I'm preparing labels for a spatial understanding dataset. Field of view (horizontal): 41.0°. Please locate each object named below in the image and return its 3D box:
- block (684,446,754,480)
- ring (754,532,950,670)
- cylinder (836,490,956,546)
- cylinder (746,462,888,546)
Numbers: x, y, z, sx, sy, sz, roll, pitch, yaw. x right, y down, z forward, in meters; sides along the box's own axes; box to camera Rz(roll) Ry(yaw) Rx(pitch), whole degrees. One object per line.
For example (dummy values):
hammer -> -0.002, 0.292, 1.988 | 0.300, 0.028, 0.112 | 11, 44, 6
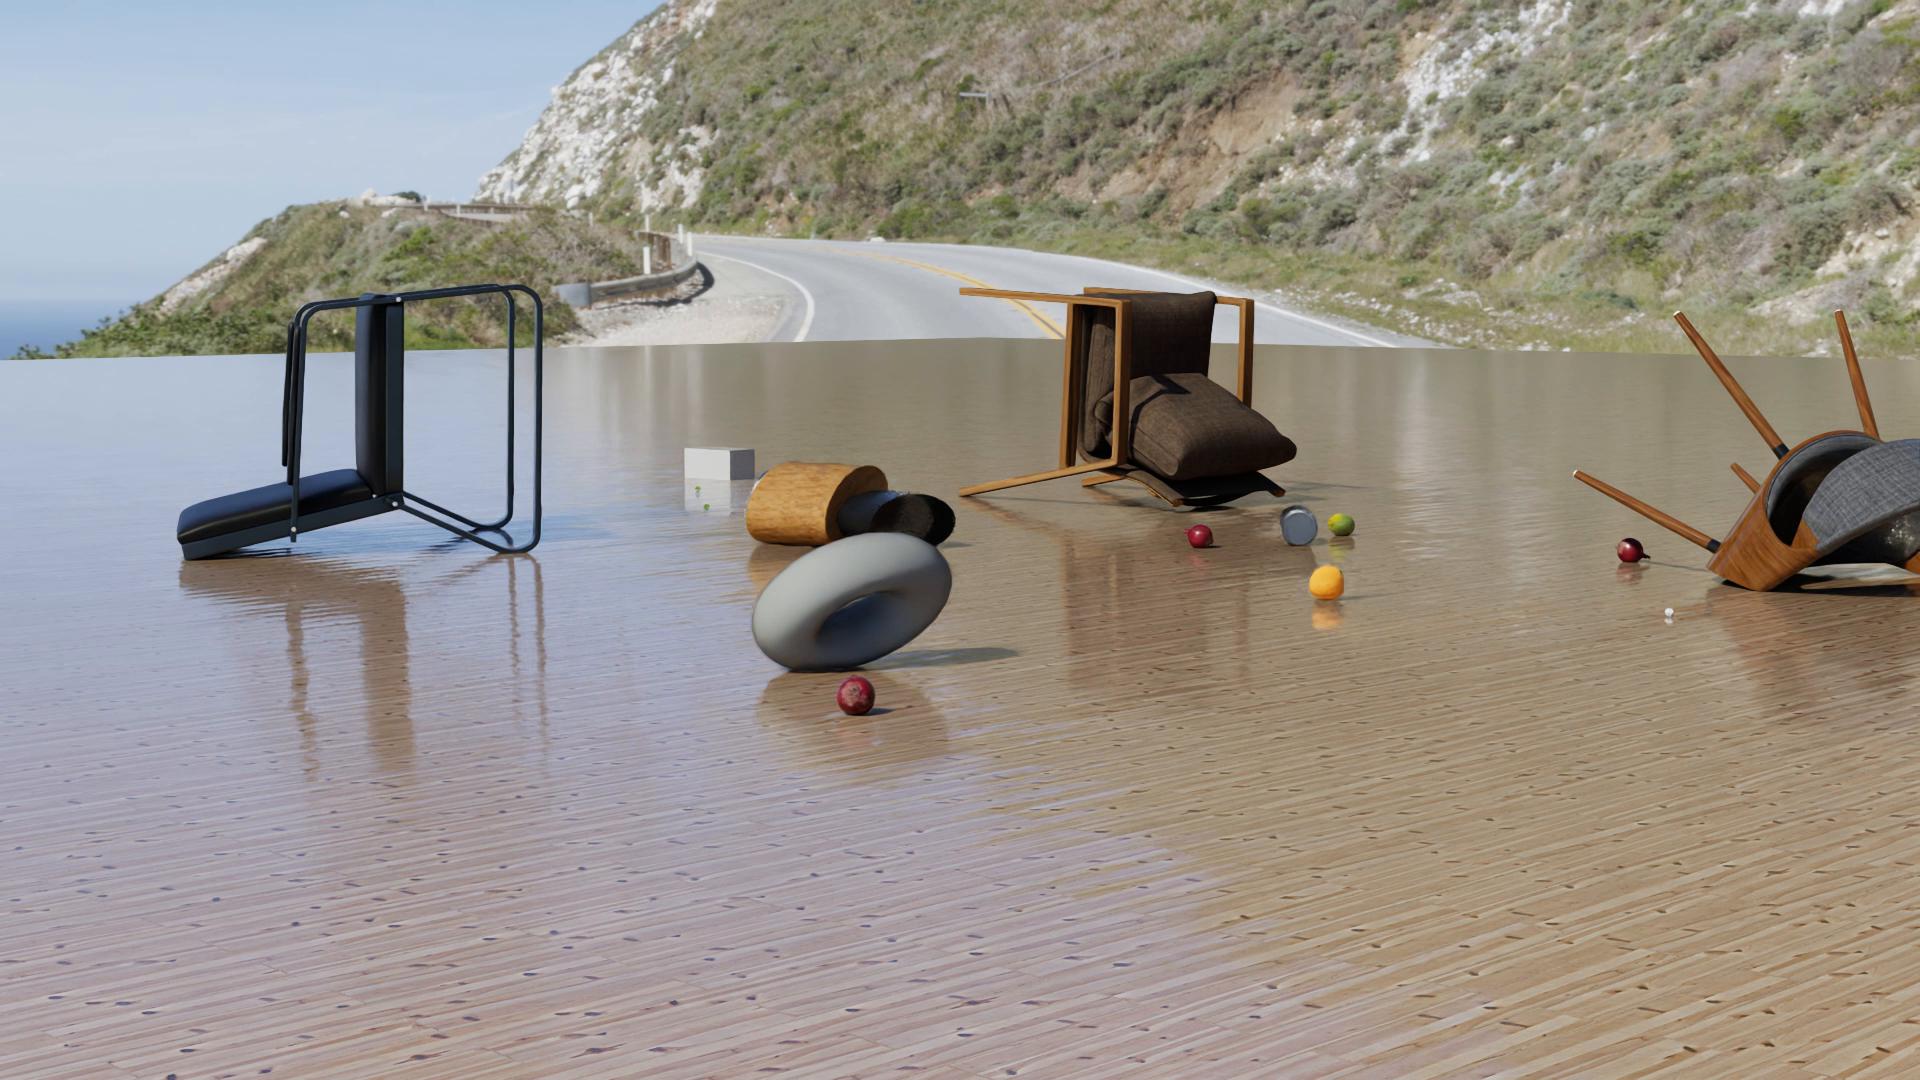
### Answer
block -> -0.785, -0.251, 8.377 | 0.207, 0.096, 0.114 | 5, 8, 39
ring -> -0.181, 0.104, 4.321 | 0.356, 0.220, 0.132 | -20, 42, -17
cylinder -> -0.155, -0.048, 6.207 | 0.248, 0.137, 0.148 | -2, 6, -37
cylinder -> -0.352, -0.090, 6.329 | 0.237, 0.175, 0.283 | 4, 29, 32
